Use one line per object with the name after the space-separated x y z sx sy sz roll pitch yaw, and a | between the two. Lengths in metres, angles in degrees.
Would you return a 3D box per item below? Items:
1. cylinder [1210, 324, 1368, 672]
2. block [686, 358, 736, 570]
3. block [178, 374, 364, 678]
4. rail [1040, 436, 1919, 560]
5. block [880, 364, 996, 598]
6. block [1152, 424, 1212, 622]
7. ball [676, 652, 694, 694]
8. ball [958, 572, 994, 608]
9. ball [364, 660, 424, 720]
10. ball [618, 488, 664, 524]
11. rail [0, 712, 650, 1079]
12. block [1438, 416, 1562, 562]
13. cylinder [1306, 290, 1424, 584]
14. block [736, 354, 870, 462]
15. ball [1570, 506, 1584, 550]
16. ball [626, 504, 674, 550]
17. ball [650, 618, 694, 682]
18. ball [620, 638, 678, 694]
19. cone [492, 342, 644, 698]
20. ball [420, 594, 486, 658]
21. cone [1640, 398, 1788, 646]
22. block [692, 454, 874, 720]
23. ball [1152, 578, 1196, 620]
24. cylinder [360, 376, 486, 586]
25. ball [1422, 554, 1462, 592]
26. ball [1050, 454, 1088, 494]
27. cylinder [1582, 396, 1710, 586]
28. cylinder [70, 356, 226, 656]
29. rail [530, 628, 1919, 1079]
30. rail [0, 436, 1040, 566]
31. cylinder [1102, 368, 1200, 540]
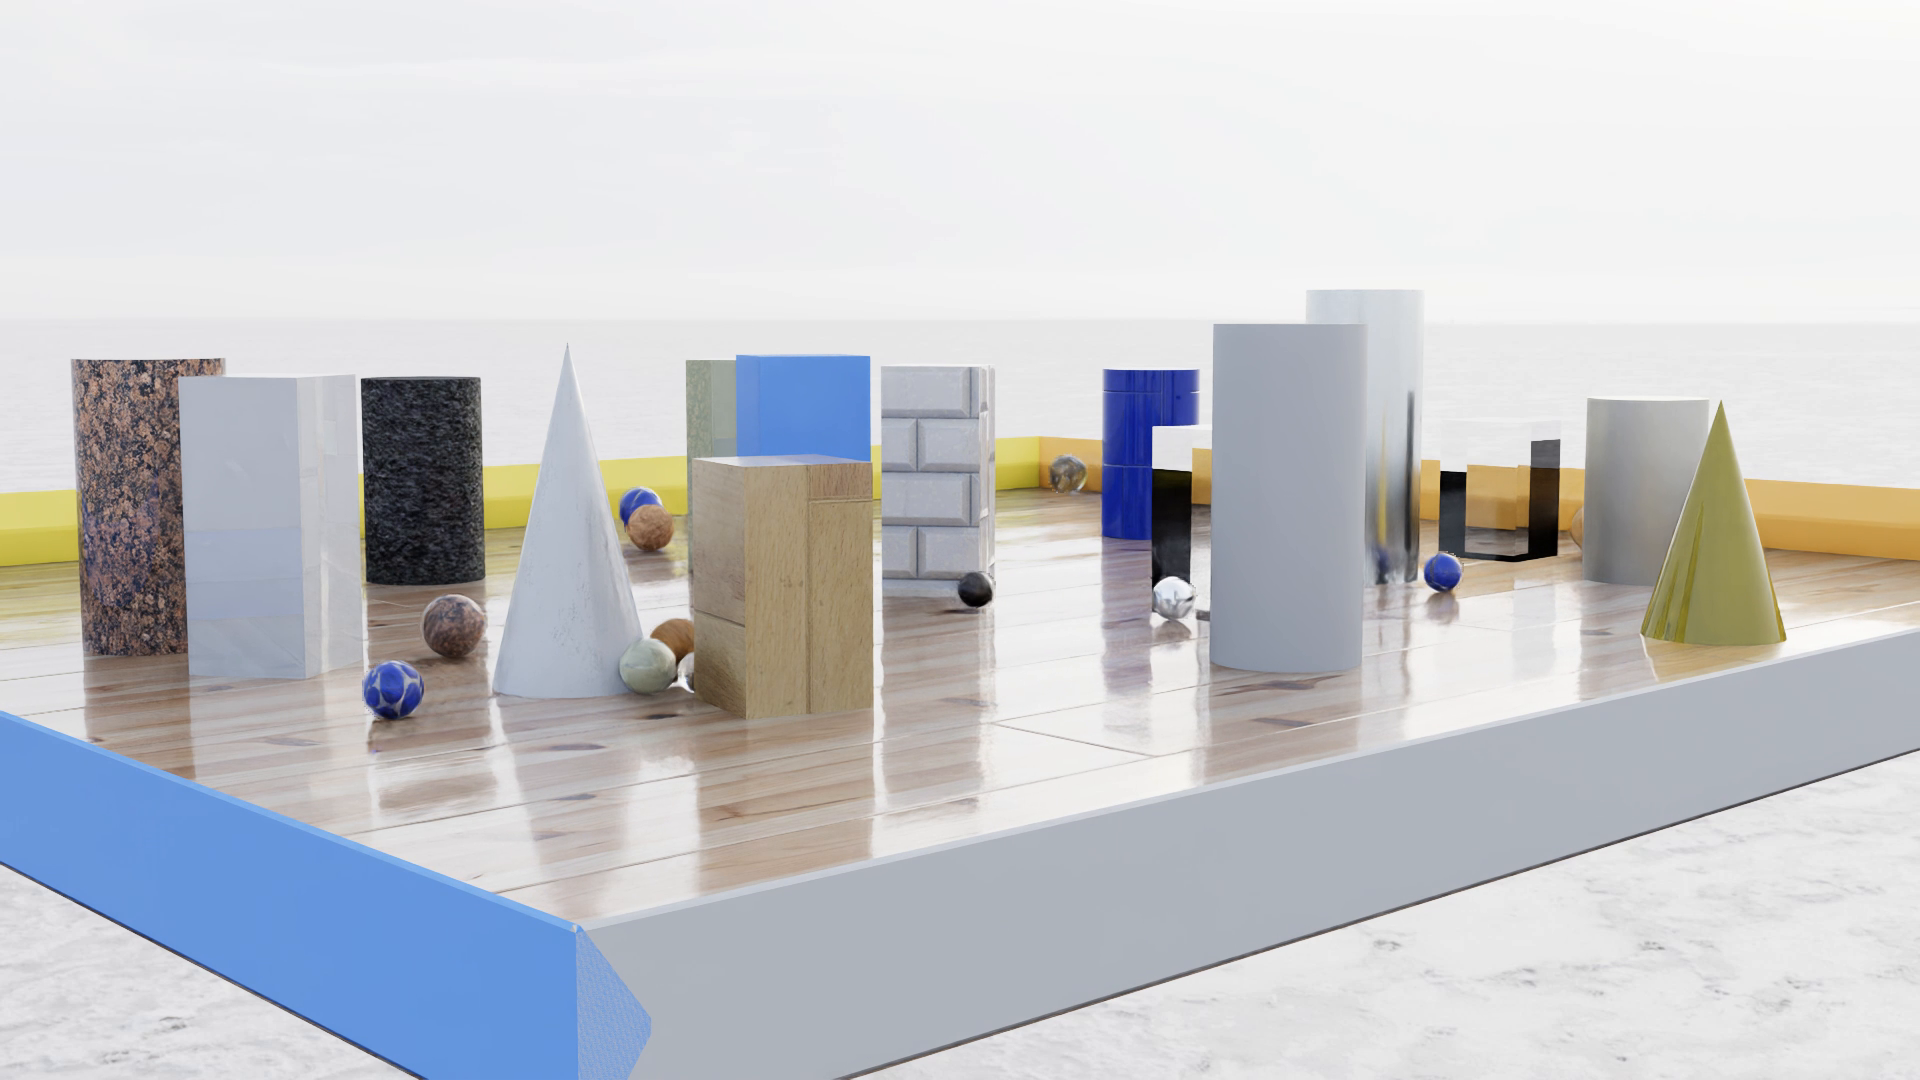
0.413 -0.059 2.772 0.192 0.426 0.192 0 6 0 | cylinder
-0.374 -0.134 3.808 0.154 0.358 0.154 1 6 13 | block
-0.850 -0.022 2.724 0.154 0.363 0.154 1 6 11 | block
1.187 -0.082 4.421 0.045 0.125 2.965 -6 8 -42 | rail
-0.033 -0.097 3.463 0.154 0.357 0.154 1 6 10 | block
0.389 -0.028 3.207 0.154 0.273 0.154 -5 8 -38 | block
-0.304 0.154 2.551 0.049 0.049 0.049 0 6 0 | ball
0.024 0.074 3.284 0.054 0.054 0.054 0 6 0 | ball
-0.616 0.163 2.393 0.064 0.064 0.064 0 6 0 | ball
-0.639 -0.061 4.406 0.089 0.089 0.089 0 6 0 | ball
-1.187 0.147 2.243 0.045 0.125 2.965 -6 8 -42 | rail
0.973 -0.094 3.963 0.154 0.246 0.154 6 8 43 | block
0.665 -0.174 3.634 0.192 0.475 0.192 0 6 0 | cylinder
-0.219 -0.068 3.075 0.154 0.380 0.154 -2 6 -18 | block
1.156 -0.021 3.984 0.096 0.096 0.096 0 6 0 | ball
-0.571 -0.023 4.054 0.086 0.086 0.086 0 6 0 | ball
-0.334 0.131 2.612 0.076 0.076 0.076 0 6 0 | ball
-0.360 0.146 2.544 0.066 0.066 0.066 0 6 0 | ball
-0.460 -0.031 2.598 0.192 0.407 0.192 0 6 0 | cone
-0.649 0.110 2.814 0.081 0.081 0.081 0 6 0 | ball
1.030 -0.031 2.992 0.192 0.324 0.192 0 6 0 | cone
-0.200 0.048 2.479 0.154 0.275 0.154 -3 7 -28 | block
0.305 0.084 3.150 0.062 0.062 0.062 0 6 0 | ball
-0.884 -0.101 3.625 0.192 0.331 0.192 0 6 0 | cylinder
0.761 0.051 3.467 0.061 0.061 0.061 0 6 0 | ball
0.262 -0.160 5.322 0.093 0.093 0.093 0 6 0 | ball
1.128 -0.084 3.621 0.192 0.299 0.192 0 6 0 | cylinder
-1.064 -0.050 2.906 0.192 0.380 0.192 0 6 0 | cylinder
0.989 0.145 2.266 3.277 0.125 0.045 -6 8 -42 | rail
-0.989 -0.080 4.398 3.277 0.125 0.045 -6 8 -42 | rail
0.375 -0.173 4.325 0.192 0.328 0.192 0 6 0 | cylinder
